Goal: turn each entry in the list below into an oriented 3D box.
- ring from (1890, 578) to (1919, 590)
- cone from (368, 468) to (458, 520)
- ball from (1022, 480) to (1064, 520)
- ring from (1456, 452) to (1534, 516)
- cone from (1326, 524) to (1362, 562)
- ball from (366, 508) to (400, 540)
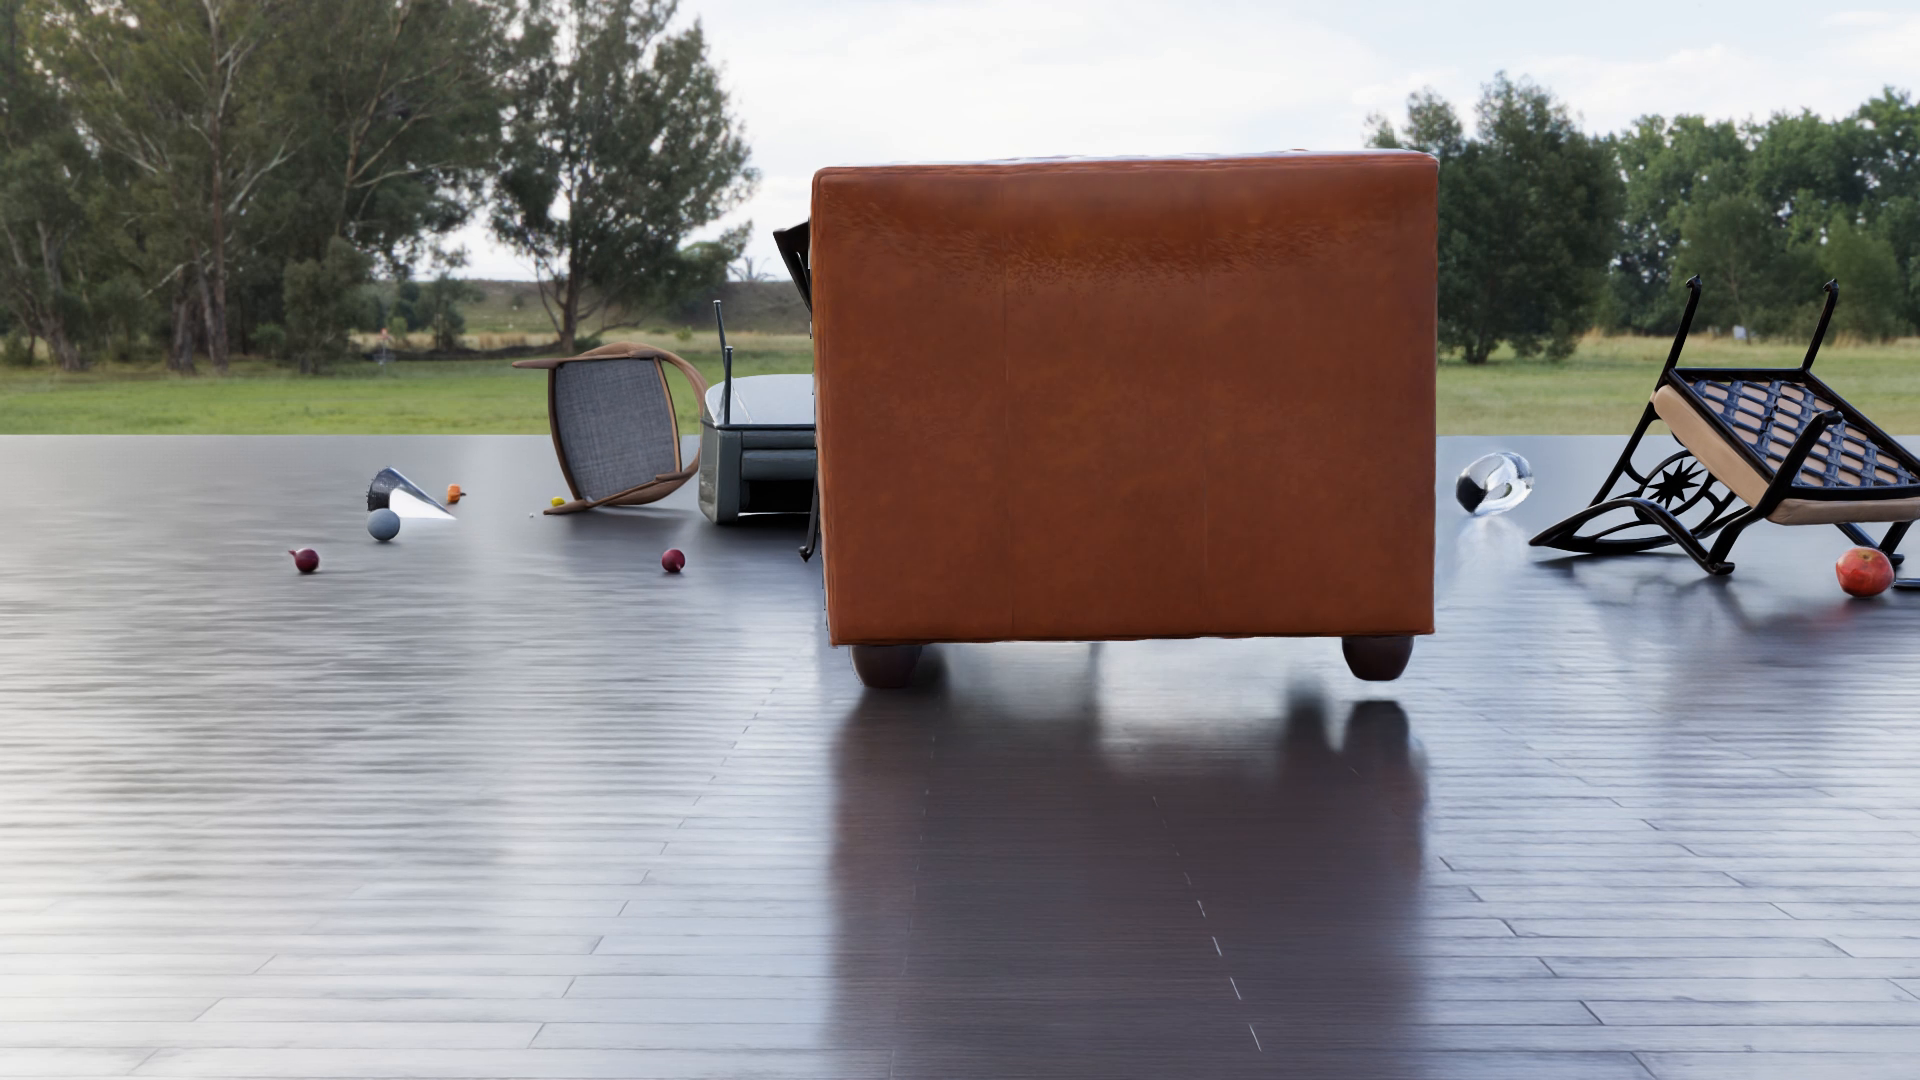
[{"bbox_3d":[2.163,0.100,4.942,0.167,0.021,0.102,-1,5,-21],"label":"ring"},{"bbox_3d":[-1.874,-0.119,7.642,0.322,0.181,0.173,19,3,21],"label":"cone"},{"bbox_3d":[0.281,-0.137,7.511,0.142,0.142,0.142,0,4,0],"label":"ball"},{"bbox_3d":[1.888,-0.197,7.764,0.357,0.114,0.266,10,-49,-47],"label":"ring"},{"bbox_3d":[1.013,0.003,5.796,0.089,0.097,0.122,-1,4,-13],"label":"cone"},{"bbox_3d":[-1.707,-0.046,6.512,0.097,0.097,0.097,0,4,0],"label":"ball"}]
